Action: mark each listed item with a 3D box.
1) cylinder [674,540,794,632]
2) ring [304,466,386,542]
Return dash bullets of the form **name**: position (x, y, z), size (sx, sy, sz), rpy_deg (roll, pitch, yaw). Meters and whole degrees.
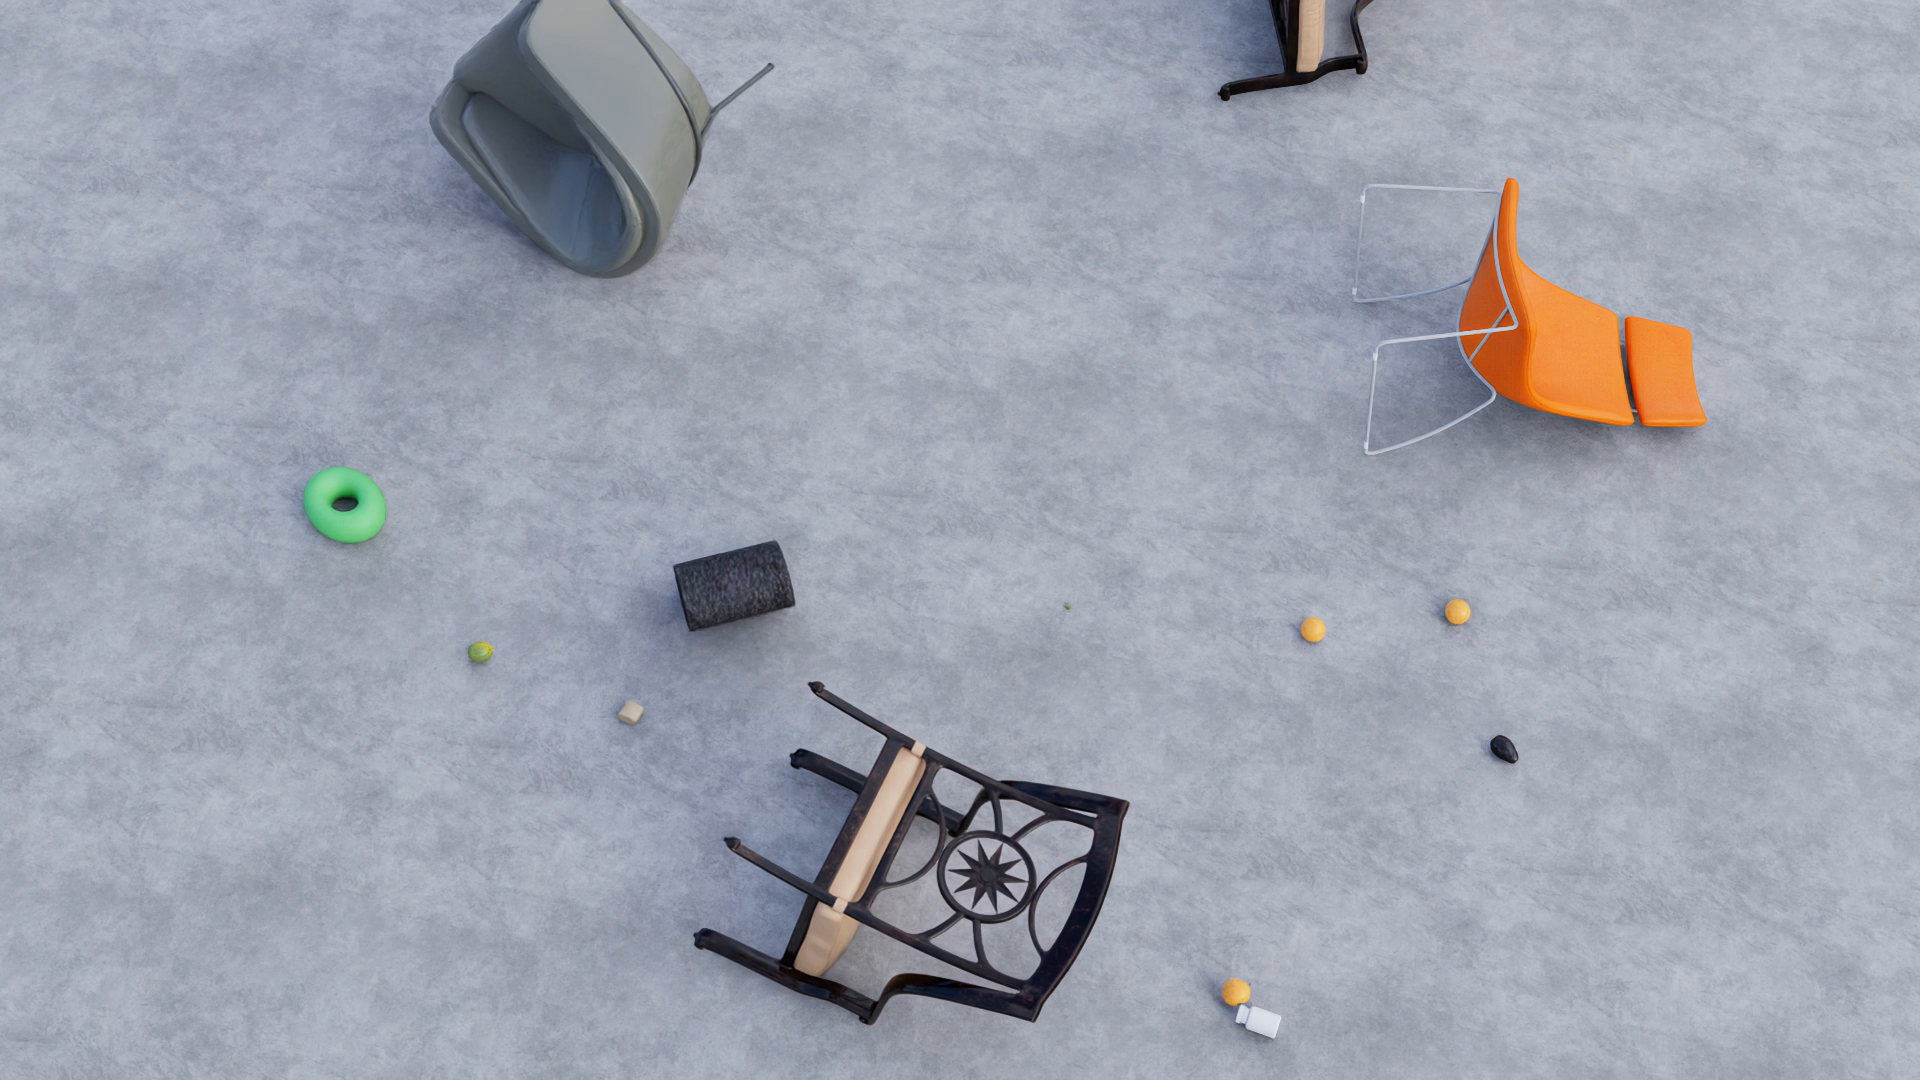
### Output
- **cylinder**: position (-0.653, 0.130, 6.333), size (0.304, 0.186, 0.320), rpy_deg (-14, 15, -9)
- **ring**: position (-1.840, -0.106, 6.581), size (0.282, 0.109, 0.220), rpy_deg (39, 63, 24)
